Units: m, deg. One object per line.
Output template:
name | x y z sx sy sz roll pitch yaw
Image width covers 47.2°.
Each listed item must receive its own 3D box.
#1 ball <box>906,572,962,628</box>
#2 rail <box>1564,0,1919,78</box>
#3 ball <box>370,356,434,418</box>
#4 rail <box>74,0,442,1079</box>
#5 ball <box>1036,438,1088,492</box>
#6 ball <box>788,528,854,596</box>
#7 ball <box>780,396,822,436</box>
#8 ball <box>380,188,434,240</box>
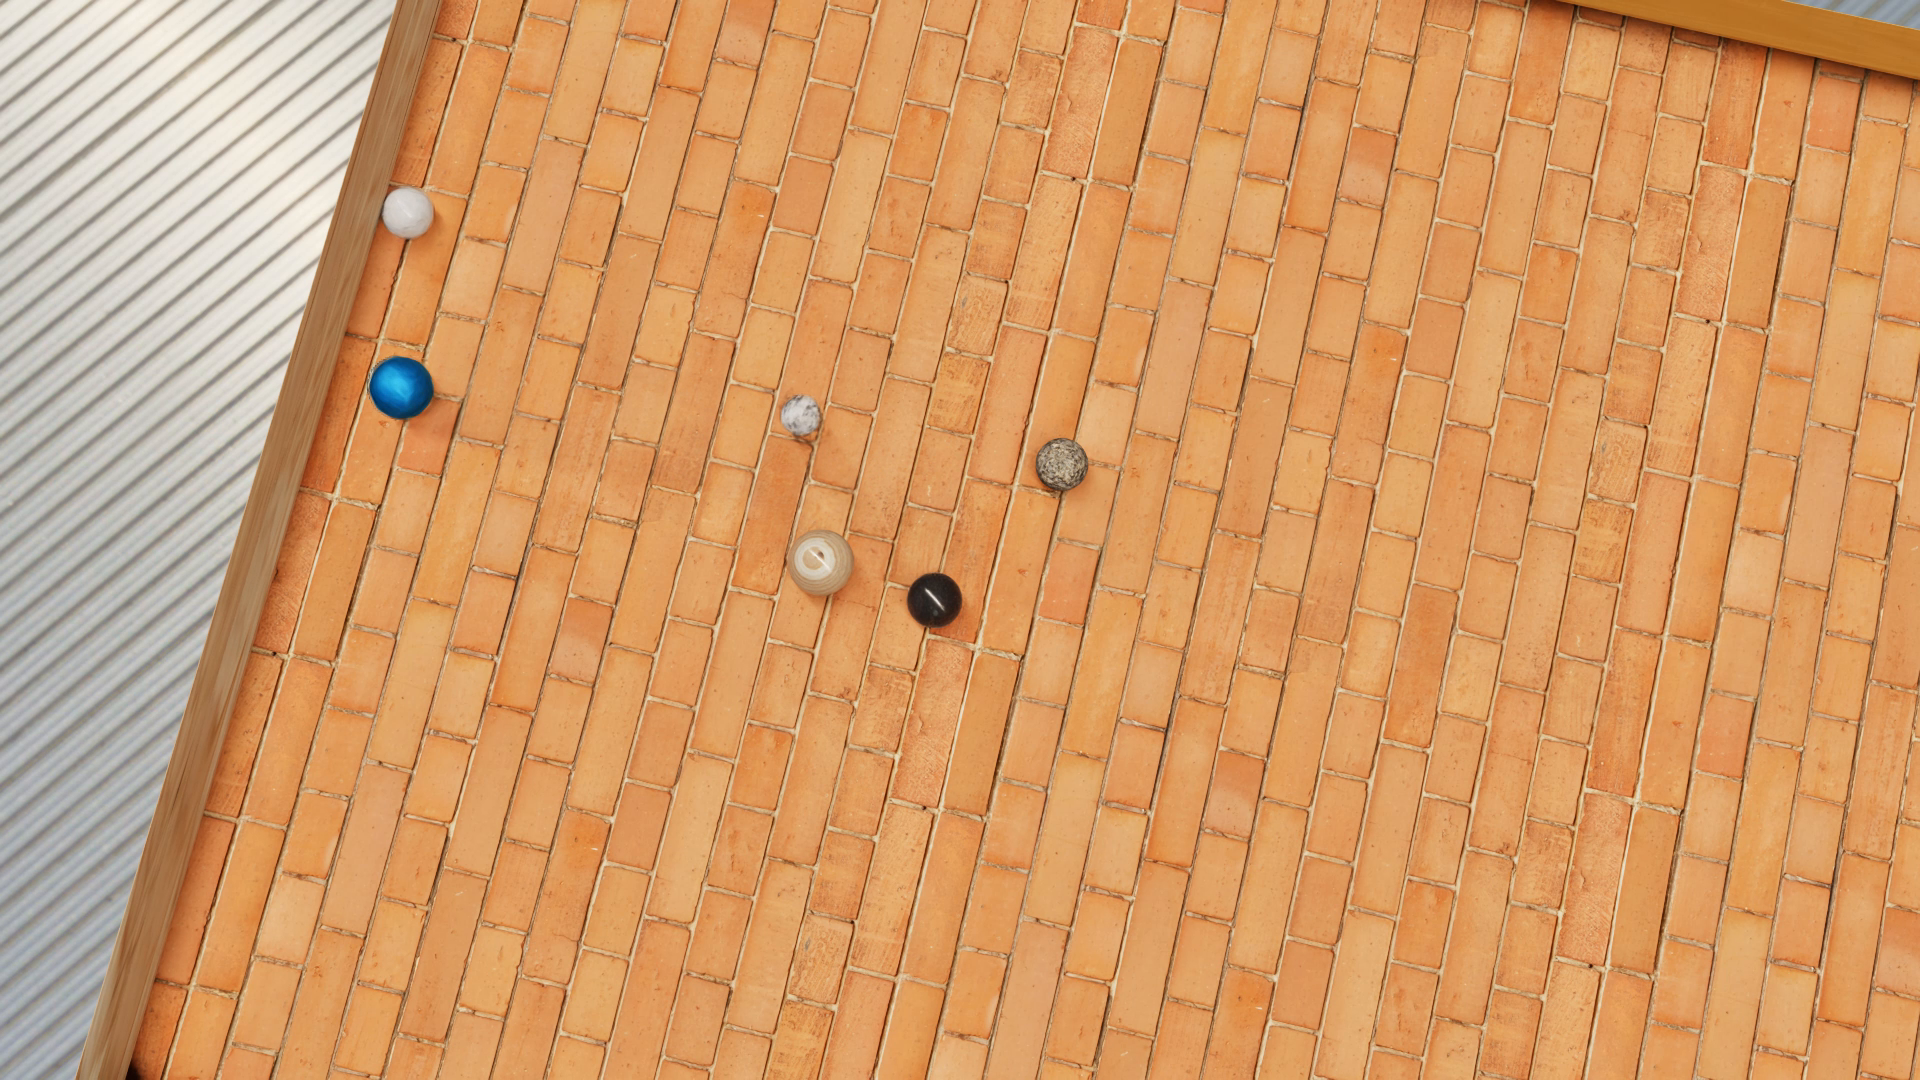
ball | -0.038 0.090 3.262 0.084 0.084 0.084 0 80 0
rail | 1.235 -0.788 3.396 4.079 0.130 0.045 13 80 2
ball | -0.842 -0.229 3.315 0.093 0.093 0.093 0 80 0
rail | -0.970 -0.230 3.295 0.045 0.130 2.164 13 80 2
ball | 0.153 -0.113 3.301 0.080 0.080 0.080 0 80 0
ball | -0.206 0.033 3.265 0.100 0.100 0.100 0 80 0
ball | -0.240 -0.187 3.324 0.061 0.061 0.061 0 80 0
ball | -0.847 -0.501 3.371 0.079 0.079 0.079 0 80 0
